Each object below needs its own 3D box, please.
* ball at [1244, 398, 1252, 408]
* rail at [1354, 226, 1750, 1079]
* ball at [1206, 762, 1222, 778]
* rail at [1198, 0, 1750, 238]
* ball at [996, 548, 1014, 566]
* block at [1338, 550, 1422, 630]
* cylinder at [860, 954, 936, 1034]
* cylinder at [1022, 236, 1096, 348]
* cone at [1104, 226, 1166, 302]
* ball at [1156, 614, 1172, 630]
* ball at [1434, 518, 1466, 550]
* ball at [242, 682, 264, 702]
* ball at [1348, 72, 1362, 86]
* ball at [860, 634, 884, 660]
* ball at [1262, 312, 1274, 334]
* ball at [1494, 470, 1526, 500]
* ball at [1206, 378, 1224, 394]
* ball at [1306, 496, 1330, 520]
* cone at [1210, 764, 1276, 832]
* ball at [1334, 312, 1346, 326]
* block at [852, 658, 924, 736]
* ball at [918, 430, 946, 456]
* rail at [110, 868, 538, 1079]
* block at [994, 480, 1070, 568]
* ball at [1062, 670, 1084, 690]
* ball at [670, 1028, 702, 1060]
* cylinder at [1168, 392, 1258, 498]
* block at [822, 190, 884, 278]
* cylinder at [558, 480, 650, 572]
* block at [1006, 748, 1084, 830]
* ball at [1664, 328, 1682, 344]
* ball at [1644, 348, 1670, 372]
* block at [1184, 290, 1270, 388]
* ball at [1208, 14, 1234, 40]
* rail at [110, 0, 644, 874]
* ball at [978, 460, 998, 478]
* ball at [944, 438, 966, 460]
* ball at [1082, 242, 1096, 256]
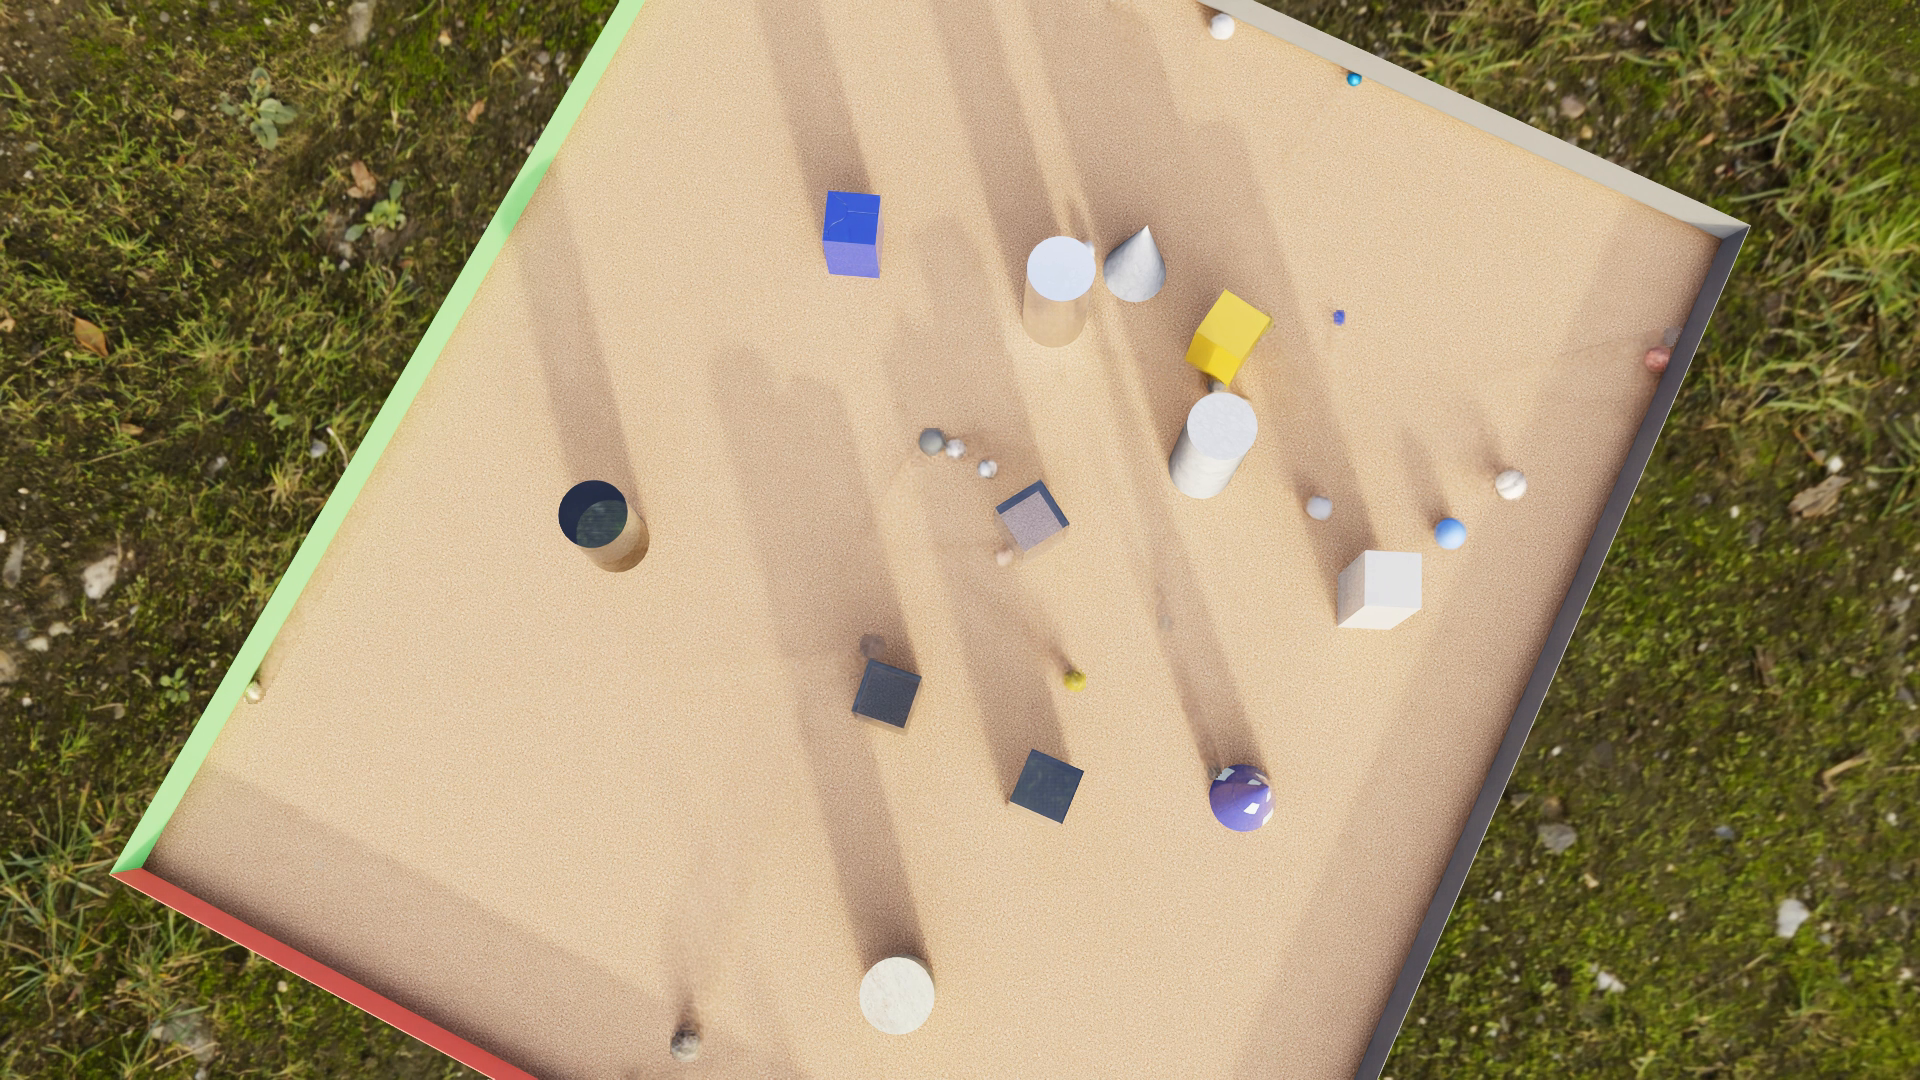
[{"bbox_3d":[0.884,-0.418,5.683,0.040,0.040,0.040,0,78,0],"label":"ball"},{"bbox_3d":[1.546,0.764,5.391,0.045,0.130,3.969,26,80,5],"label":"rail"},{"bbox_3d":[0.754,0.684,5.449,0.049,0.049,0.049,0,78,0],"label":"ball"},{"bbox_3d":[0.877,-1.710,5.903,3.505,0.130,0.045,26,80,5],"label":"rail"},{"bbox_3d":[0.137,0.052,5.577,0.056,0.056,0.056,0,78,0],"label":"ball"},{"bbox_3d":[1.229,0.151,5.388,0.160,0.386,0.160,3,78,1],"label":"block"},{"bbox_3d":[-0.168,1.261,5.109,0.200,0.483,0.200,0,78,0],"label":"cylinder"},{"bbox_3d":[0.295,-0.744,5.545,0.200,0.442,0.200,0,78,0],"label":"cylinder"},{"bbox_3d":[0.552,-0.888,5.597,0.200,0.398,0.200,0,78,0],"label":"cone"},{"bbox_3d":[0.619,0.250,5.540,0.048,0.048,0.048,0,78,0],"label":"ball"},{"bbox_3d":[1.489,-0.018,5.572,0.094,0.094,0.094,0,78,0],"label":"ball"},{"bbox_3d":[-2.120,0.454,5.494,0.057,0.057,0.057,0,78,0],"label":"ball"},{"bbox_3d":[1.270,-1.484,5.901,0.046,0.046,0.046,0,78,0],"label":"ball"},{"bbox_3d":[-0.265,0.322,5.512,0.074,0.074,0.074,0,78,0],"label":"ball"},{"bbox_3d":[0.947,-0.679,5.723,0.067,0.067,0.067,0,78,0],"label":"ball"},{"bbox_3d":[1.681,-0.169,5.605,0.090,0.090,0.090,0,78,0],"label":"ball"},{"bbox_3d":[0.793,-0.476,5.689,0.052,0.052,0.052,0,78,0],"label":"ball"},{"bbox_3d":[1.095,-0.099,5.600,0.072,0.072,0.072,0,78,0],"label":"ball"},{"bbox_3d":[0.842,0.720,5.224,0.200,0.476,0.200,0,78,0],"label":"cone"},{"bbox_3d":[1.189,-0.693,5.740,0.040,0.040,0.040,0,78,0],"label":"ball"},{"bbox_3d":[-0.211,0.467,5.396,0.160,0.242,0.160,18,79,4],"label":"block"},{"bbox_3d":[-0.087,-0.300,5.637,0.082,0.082,0.082,0,78,0],"label":"ball"},{"bbox_3d":[-0.877,1.724,5.192,3.505,0.130,0.045,26,80,5],"label":"rail"},{"bbox_3d":[0.213,-0.047,5.502,0.160,0.244,0.160,-32,80,-6],"label":"block"},{"bbox_3d":[0.340,0.421,5.497,0.064,0.064,0.064,0,78,0],"label":"ball"},{"bbox_3d":[-0.788,1.451,5.272,0.087,0.087,0.087,0,78,0],"label":"ball"},{"bbox_3d":[0.743,-0.274,5.428,0.200,0.481,0.200,0,78,0],"label":"cylinder"},{"bbox_3d":[-0.327,-0.941,5.662,0.160,0.292,0.160,5,78,1],"label":"block"},{"bbox_3d":[-1.050,-0.036,5.430,0.200,0.380,0.200,0,78,0],"label":"cylinder"},{"bbox_3d":[0.243,0.722,5.283,0.160,0.361,0.160,23,79,5],"label":"block"},{"bbox_3d":[2.225,-0.638,5.722,0.053,0.053,0.053,0,78,0],"label":"ball"},{"bbox_3d":[2.168,-0.560,5.694,0.075,0.075,0.075,0,78,0],"label":"ball"},{"bbox_3d":[0.813,-0.612,5.597,0.160,0.287,0.160,35,80,7],"label":"block"},{"bbox_3d":[0.844,-1.658,5.918,0.083,0.083,0.083,0,78,0],"label":"ball"},{"bbox_3d":[-1.546,-0.750,5.705,0.045,0.130,3.969,26,80,5],"label":"rail"},{"bbox_3d":[0.086,-0.220,5.632,0.059,0.059,0.059,0,78,0],"label":"ball"},{"bbox_3d":[-0.014,-0.278,5.639,0.068,0.068,0.068,0,78,0],"label":"ball"},{"bbox_3d":[0.401,-0.915,5.779,0.053,0.053,0.053,0,78,0],"label":"ball"}]
